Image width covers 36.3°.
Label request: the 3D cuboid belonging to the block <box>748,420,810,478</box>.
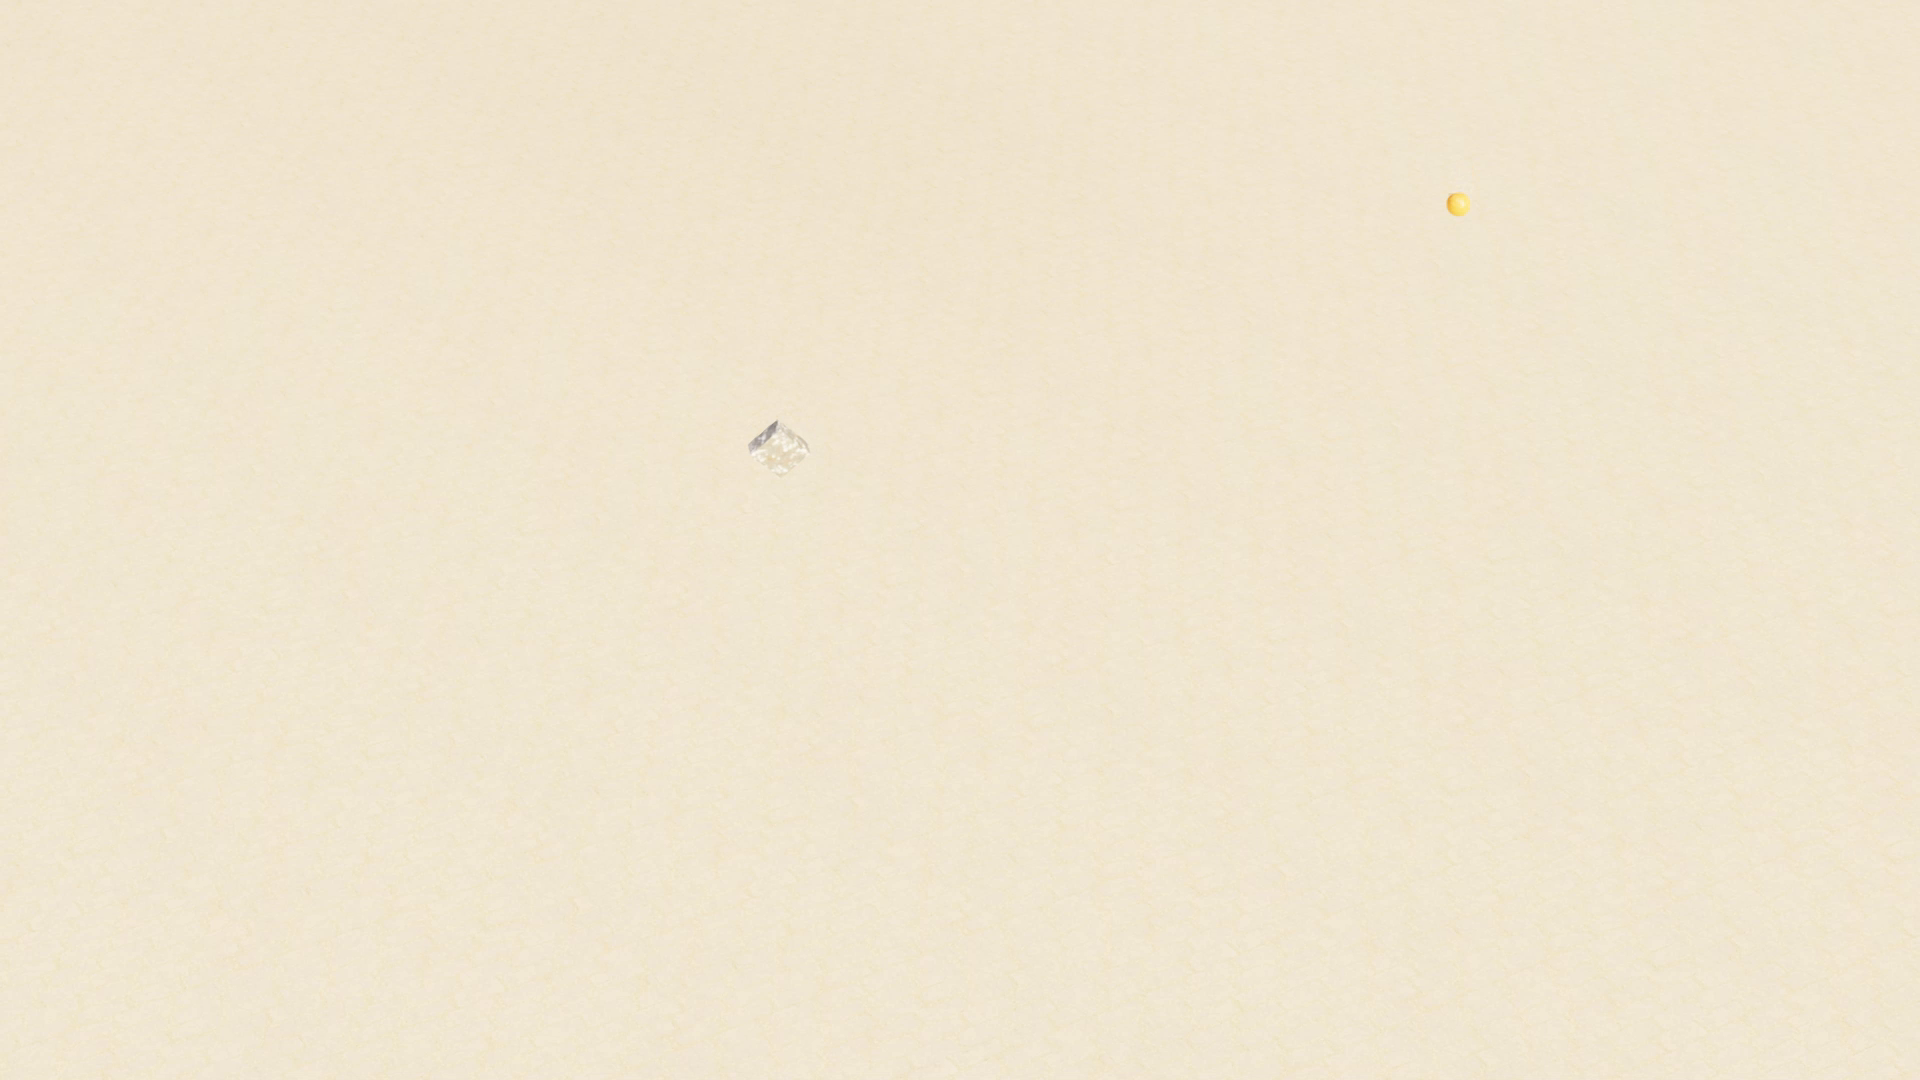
[{"bbox_3d":[-0.479,-0.241,7.758,0.109,0.119,0.049,-39,38,18],"label":"block"}]
